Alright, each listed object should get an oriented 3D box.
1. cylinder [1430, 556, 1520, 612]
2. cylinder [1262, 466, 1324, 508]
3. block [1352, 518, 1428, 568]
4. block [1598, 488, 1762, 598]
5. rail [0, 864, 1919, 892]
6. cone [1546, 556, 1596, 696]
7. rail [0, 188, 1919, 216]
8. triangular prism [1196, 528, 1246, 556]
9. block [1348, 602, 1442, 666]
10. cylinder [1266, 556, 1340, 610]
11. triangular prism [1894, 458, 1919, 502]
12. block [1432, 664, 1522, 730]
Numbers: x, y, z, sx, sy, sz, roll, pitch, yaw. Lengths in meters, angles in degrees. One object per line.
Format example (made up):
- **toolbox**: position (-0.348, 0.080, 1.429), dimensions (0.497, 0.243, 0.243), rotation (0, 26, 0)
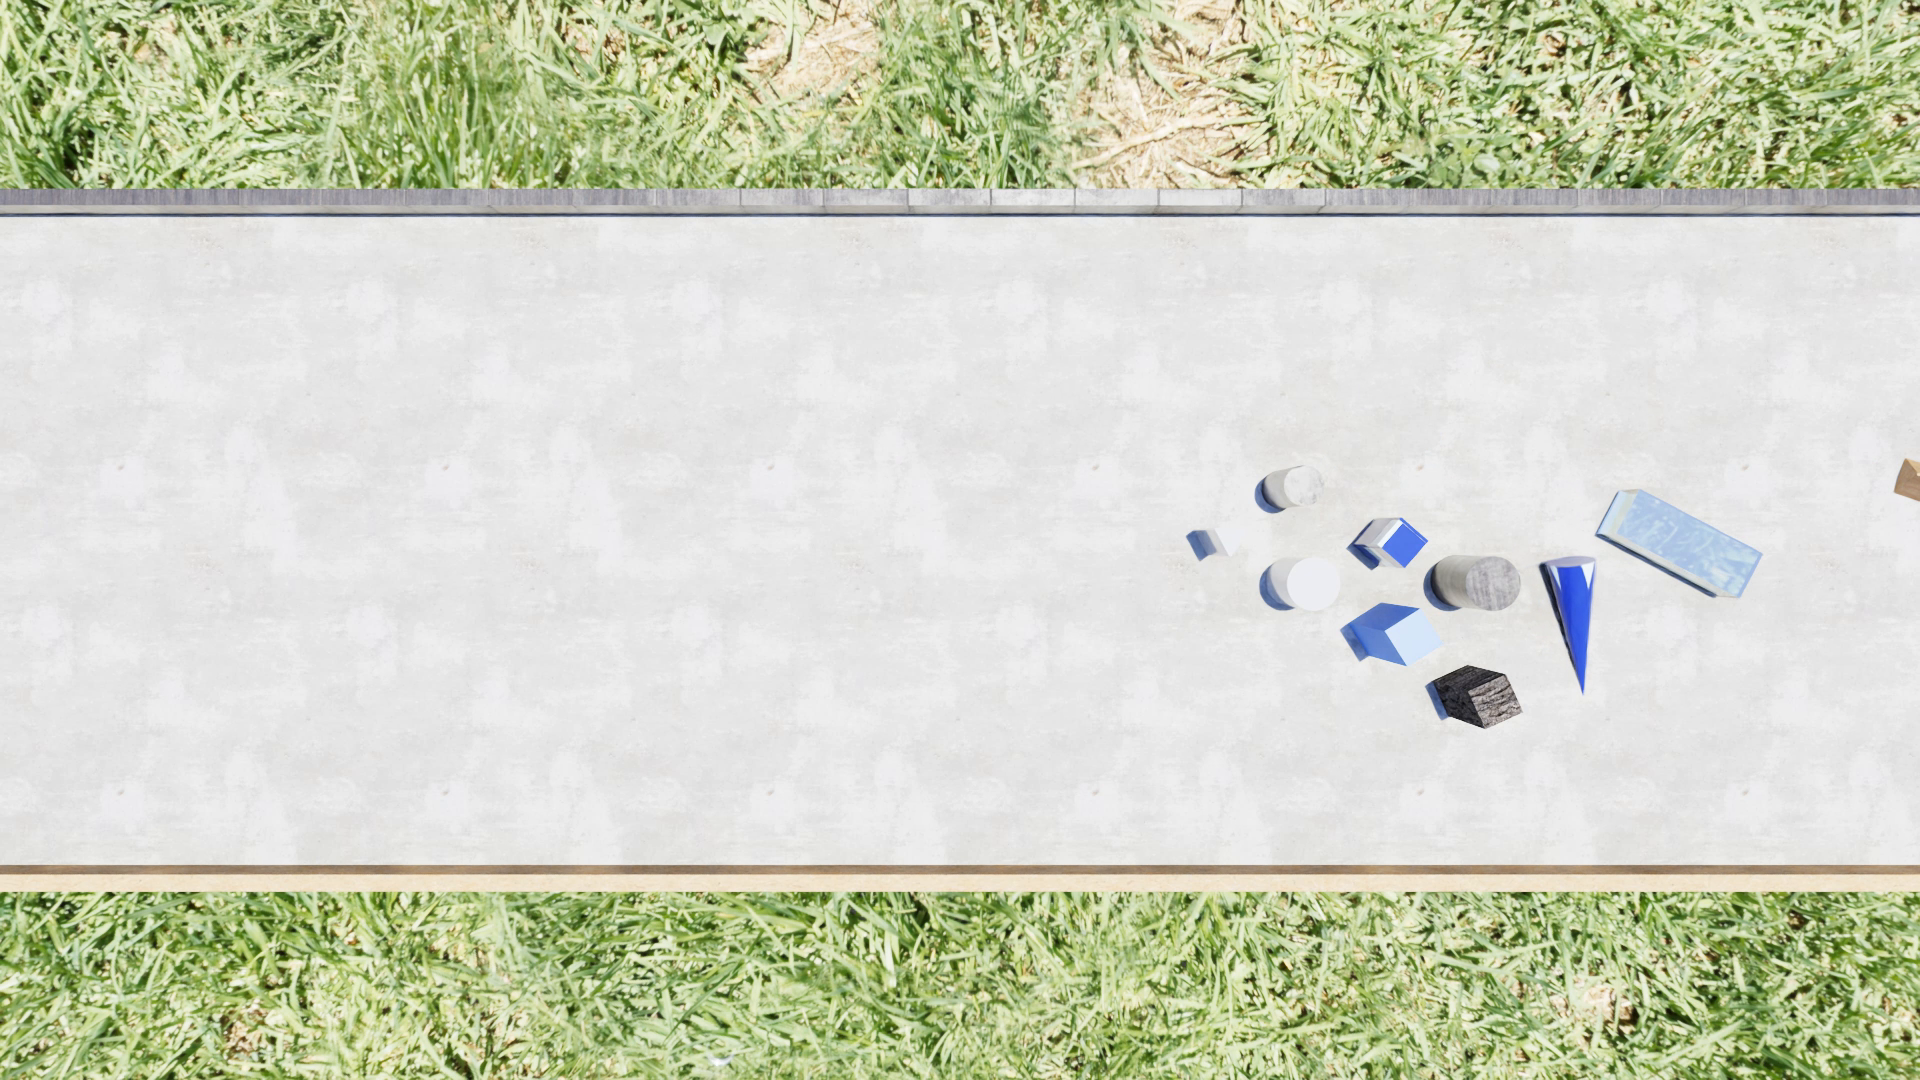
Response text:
- **cylinder**: position (1.527, 0.125, 4.900), dimensions (0.159, 0.353, 0.159), rotation (0, 90, 0)
- **cylinder**: position (0.986, -0.156, 4.900), dimensions (0.117, 0.353, 0.117), rotation (0, 90, 0)
- **block**: position (1.281, 0.008, 4.921), dimensions (0.105, 0.311, 0.105), rotation (41, 90, 0)
- **block**: position (2.180, 0.010, 5.001), dimensions (0.417, 0.151, 0.151), rotation (28, 90, 0)
- **rail**: position (-2.247, 1.025, 5.001), dimensions (12.000, 0.150, 0.050), rotation (0, 90, 0)
- **cone**: position (1.886, 0.275, 5.041), dimensions (0.144, 0.144, 0.431), rotation (-9, 100, 0)
- **rail**: position (-2.247, -1.025, 5.002), dimensions (12.000, 0.150, 0.050), rotation (0, 90, 0)
- **triangular prism**: position (0.755, -0.012, 4.869), dimensions (0.079, 0.416, 0.091), rotation (31, 90, 0)
- **block**: position (1.277, 0.274, 4.856), dimensions (0.120, 0.441, 0.120), rotation (-32, 90, 0)
- **cylinder**: position (1.017, 0.127, 4.910), dimensions (0.153, 0.332, 0.153), rotation (0, 90, 0)
- **triangular prism**: position (3.076, -0.136, 5.026), dimensions (0.393, 0.096, 0.111), rotation (19, 90, 0)
- **block**: position (1.532, 0.463, 4.896), dimensions (0.120, 0.361, 0.120), rotation (-24, 90, 0)
